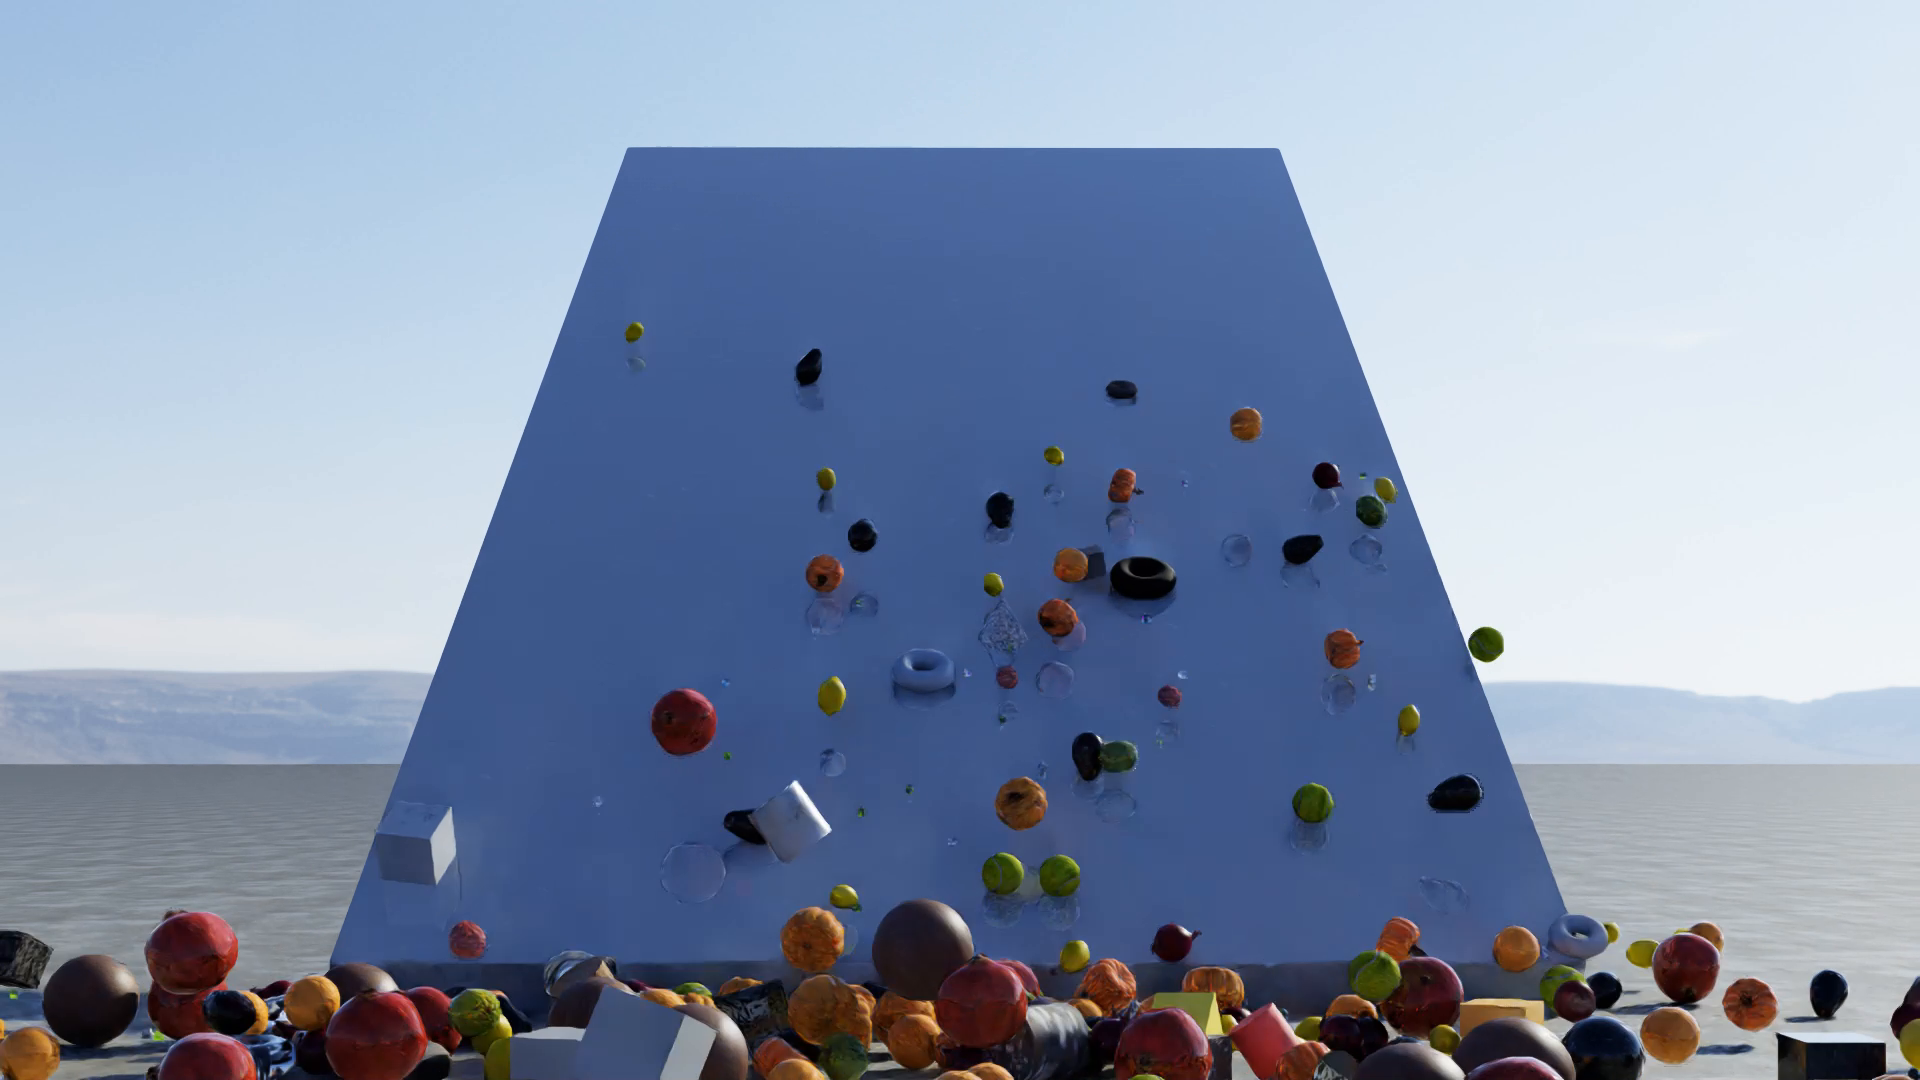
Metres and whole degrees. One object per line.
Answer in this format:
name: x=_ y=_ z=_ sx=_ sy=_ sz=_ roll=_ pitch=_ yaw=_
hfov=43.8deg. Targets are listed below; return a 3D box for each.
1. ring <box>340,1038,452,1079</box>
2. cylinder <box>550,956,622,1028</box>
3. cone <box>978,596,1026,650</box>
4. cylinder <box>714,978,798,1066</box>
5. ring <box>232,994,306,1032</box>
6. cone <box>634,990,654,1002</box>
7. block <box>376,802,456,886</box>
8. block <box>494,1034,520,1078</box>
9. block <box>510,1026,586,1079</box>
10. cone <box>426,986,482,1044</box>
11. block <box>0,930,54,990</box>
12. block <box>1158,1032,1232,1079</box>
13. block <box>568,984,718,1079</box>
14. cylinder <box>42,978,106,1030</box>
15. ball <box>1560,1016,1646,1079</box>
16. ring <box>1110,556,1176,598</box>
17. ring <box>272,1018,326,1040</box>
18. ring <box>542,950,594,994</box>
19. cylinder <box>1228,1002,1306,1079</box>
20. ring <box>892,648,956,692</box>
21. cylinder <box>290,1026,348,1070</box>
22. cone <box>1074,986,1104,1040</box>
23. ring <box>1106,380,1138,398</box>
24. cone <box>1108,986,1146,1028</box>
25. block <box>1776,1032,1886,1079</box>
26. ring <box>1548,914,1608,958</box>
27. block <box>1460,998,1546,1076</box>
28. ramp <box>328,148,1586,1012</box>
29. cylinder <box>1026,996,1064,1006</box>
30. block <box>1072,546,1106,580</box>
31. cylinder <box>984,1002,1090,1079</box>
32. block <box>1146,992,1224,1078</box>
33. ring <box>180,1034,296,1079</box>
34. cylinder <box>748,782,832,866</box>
ring: x=-0.714 y=0.662 z=3.019 sx=0.139 sy=0.046 sz=0.139 roll=3 pitch=-2 yaw=0
cylinder: x=-0.501 y=0.627 z=3.247 sx=0.084 sy=0.084 sz=0.084 roll=-28 pitch=14 yaw=8
cone: x=0.084 y=0.150 z=4.676 sx=0.096 sy=0.096 sz=0.096 roll=0 pitch=28 yaw=0
cylinder: x=-0.273 y=0.643 z=3.185 sx=0.092 sy=0.092 sz=0.092 roll=-16 pitch=-3 yaw=-9
ring: x=-1.043 y=0.715 z=3.602 sx=0.113 sy=0.038 sz=0.113 roll=-13 pitch=-1 yaw=0
cone: x=-0.447 y=0.710 z=3.481 sx=0.077 sy=0.077 sz=0.077 roll=27 pitch=7 yaw=24
block: x=-0.910 y=0.508 z=3.997 sx=0.095 sy=0.095 sz=0.095 roll=5 pitch=28 yaw=9
block: x=-0.563 y=0.665 z=3.071 sx=0.051 sy=0.051 sz=0.051 roll=-3 pitch=-6 yaw=26
block: x=-0.436 y=0.603 z=2.674 sx=0.100 sy=0.100 sz=0.100 roll=-2 pitch=-5 yaw=17
cone: x=-0.719 y=0.708 z=3.477 sx=0.086 sy=0.086 sz=0.086 roll=-2 pitch=-32 yaw=21
block: x=-1.386 y=0.615 z=3.498 sx=0.064 sy=0.064 sz=0.064 roll=0 pitch=-31 yaw=24
block: x=0.290 y=0.646 z=2.946 sx=0.065 sy=0.065 sz=0.065 roll=-5 pitch=-7 yaw=41
block: x=-0.304 y=0.492 z=2.292 sx=0.090 sy=0.090 sz=0.090 roll=15 pitch=-17 yaw=20
cylinder: x=-1.344 y=0.704 z=3.622 sx=0.065 sy=0.065 sz=0.065 roll=-3 pitch=2 yaw=26
ball: x=0.770 y=0.621 z=2.860 sx=0.099 sy=0.099 sz=0.099 roll=0 pitch=-5 yaw=0
ring: x=0.374 y=0.077 z=4.870 sx=0.136 sy=0.045 sz=0.136 roll=1 pitch=28 yaw=-1
ring: x=-0.965 y=0.715 z=3.482 sx=0.077 sy=0.026 sz=0.077 roll=0 pitch=-4 yaw=0
ring: x=-0.540 y=0.611 z=3.336 sx=0.087 sy=0.087 sz=0.029 roll=1 pitch=26 yaw=-10
cylinder: x=0.380 y=0.623 z=2.962 sx=0.069 sy=0.069 sz=0.069 roll=-34 pitch=-7 yaw=-4
ring: x=-0.069 y=0.248 z=4.549 sx=0.122 sy=0.041 sz=0.122 roll=1 pitch=29 yaw=-1
cylinder: x=-0.844 y=0.668 z=3.138 sx=0.055 sy=0.055 sz=0.055 roll=4 pitch=-8 yaw=-40
cone: x=0.179 y=0.679 z=3.451 sx=0.072 sy=0.072 sz=0.072 roll=8 pitch=-20 yaw=3
ring: x=0.388 y=-0.360 z=5.713 sx=0.075 sy=0.025 sz=0.075 roll=1 pitch=27 yaw=0
cone: x=0.259 y=0.706 z=3.644 sx=0.057 sy=0.057 sz=0.057 roll=5 pitch=12 yaw=-1
block: x=0.992 y=0.612 z=2.717 sx=0.090 sy=0.090 sz=0.090 roll=0 pitch=-5 yaw=-1
ring: x=0.995 y=0.636 z=3.835 sx=0.094 sy=0.031 sz=0.094 roll=0 pitch=29 yaw=0
block: x=0.715 y=0.653 z=3.141 sx=0.087 sy=0.087 sz=0.087 roll=-3 pitch=-6 yaw=29
ramp: x=-0.011 y=-0.223 z=5.584 sx=2.000 sy=0.100 sz=4.000 roll=0 pitch=28 yaw=0
cylinder: x=0.122 y=0.652 z=3.152 sx=0.076 sy=0.076 sz=0.076 roll=2 pitch=8 yaw=-16
block: x=0.266 y=0.047 z=4.892 sx=0.051 sy=0.051 sz=0.051 roll=-13 pitch=17 yaw=-8
cylinder: x=0.098 y=0.638 z=3.026 sx=0.095 sy=0.095 sz=0.095 roll=4 pitch=-7 yaw=-40
block: x=0.288 y=0.633 z=3.050 sx=0.077 sy=0.077 sz=0.077 roll=-4 pitch=29 yaw=18
ring: x=-0.921 y=0.664 z=3.046 sx=0.143 sy=0.048 sz=0.143 roll=-1 pitch=-1 yaw=0
cylinder: x=-0.272 y=0.451 z=3.802 sx=0.097 sy=0.097 sz=0.097 roll=-36 pitch=-2 yaw=-1
